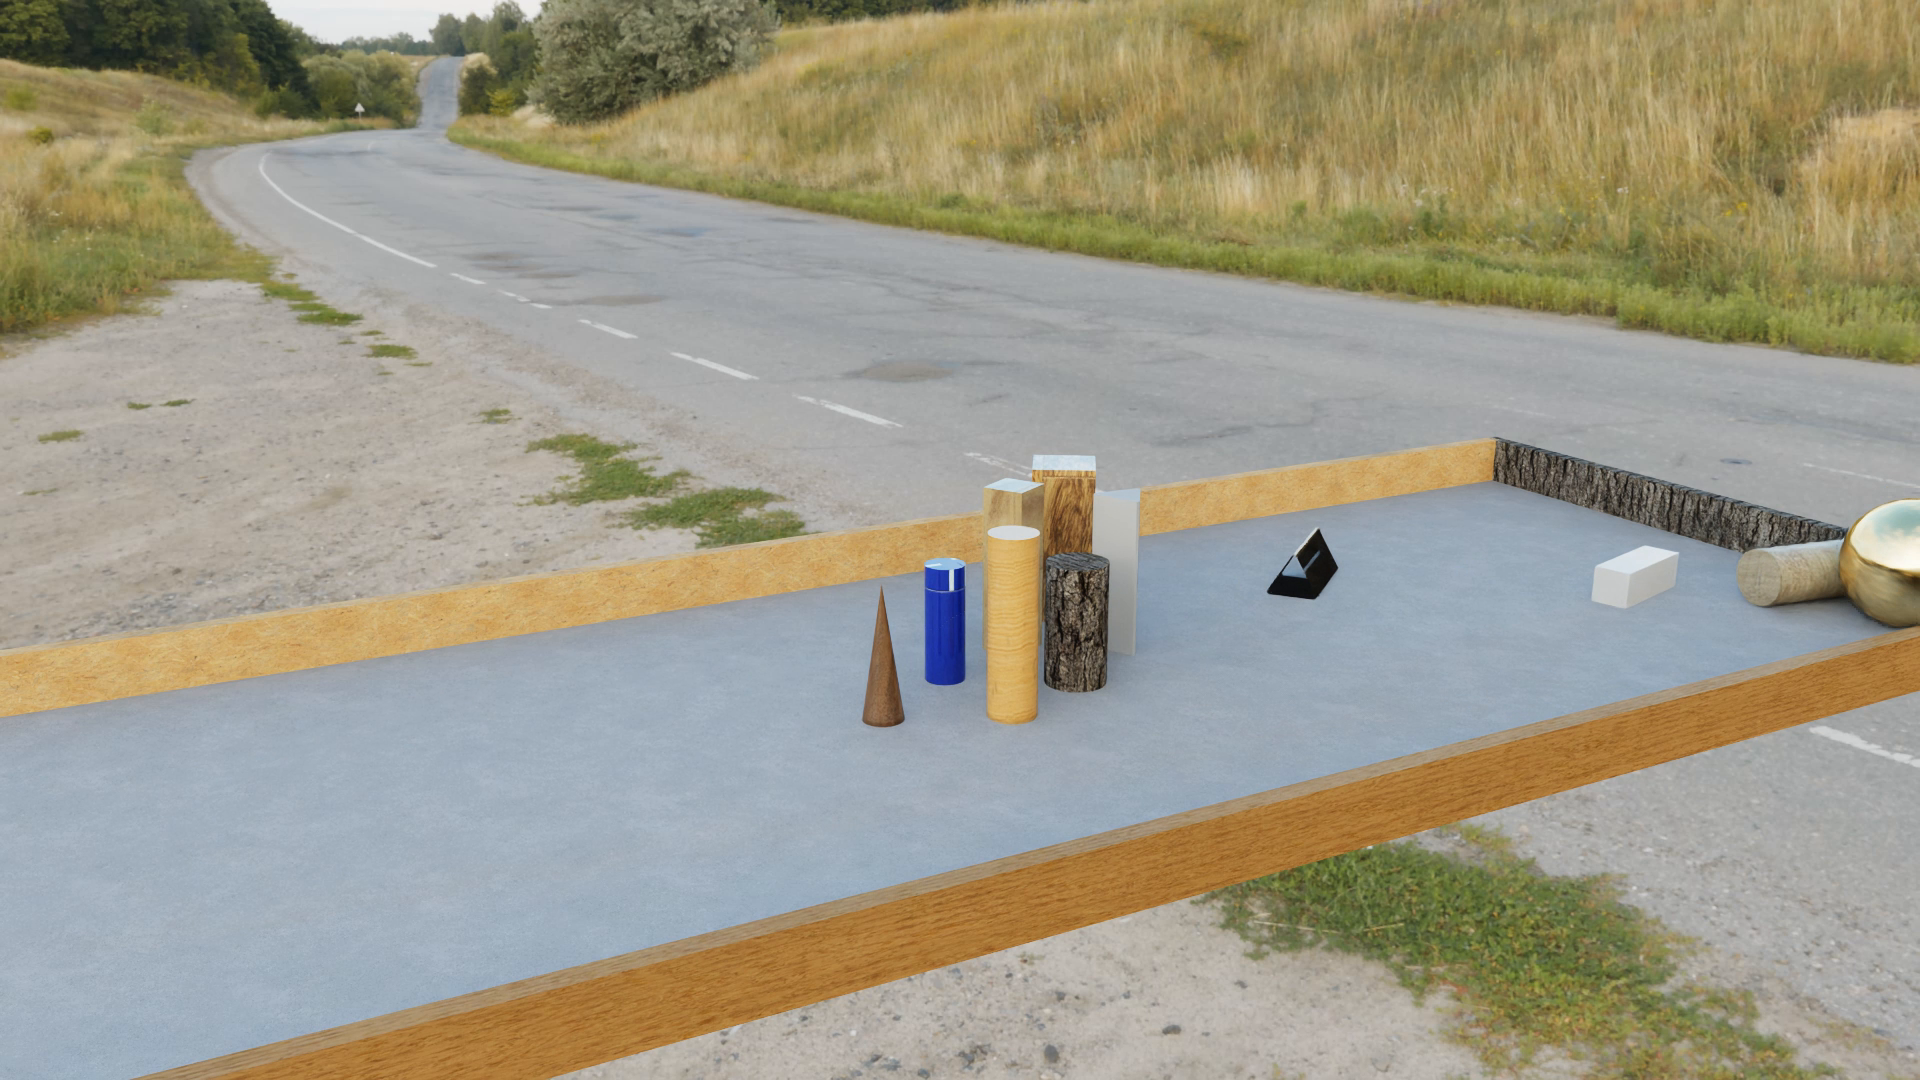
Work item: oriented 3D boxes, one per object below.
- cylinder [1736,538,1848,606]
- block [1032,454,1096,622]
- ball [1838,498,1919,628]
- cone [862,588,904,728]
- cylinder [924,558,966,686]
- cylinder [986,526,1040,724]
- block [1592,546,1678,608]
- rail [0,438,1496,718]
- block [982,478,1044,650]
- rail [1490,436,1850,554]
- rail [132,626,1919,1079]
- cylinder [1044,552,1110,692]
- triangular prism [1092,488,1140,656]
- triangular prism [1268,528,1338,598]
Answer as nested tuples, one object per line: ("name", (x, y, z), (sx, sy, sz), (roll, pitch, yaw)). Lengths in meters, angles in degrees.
("cylinder", (2.467, 0.089, 4.760), (0.406, 0.165, 0.165), (-5, 17, -18))
("block", (0.287, -0.004, 4.599), (0.172, 0.435, 0.172), (1, 16, 4))
("ball", (2.602, 0.064, 4.505), (0.356, 0.356, 0.356), (0, 16, 0))
("cone", (-0.182, 0.263, 3.863), (0.101, 0.336, 0.101), (0, 16, 0))
("cylinder", (-0.037, 0.204, 4.125), (0.102, 0.302, 0.102), (0, 16, 0))
("cylinder", (0.124, 0.200, 3.872), (0.121, 0.452, 0.121), (0, 16, 0))
("block", (1.970, 0.106, 4.810), (0.307, 0.104, 0.104), (-15, 22, -41))
("rail", (-3.305, 0.497, 3.399), (12.000, 0.150, 0.050), (-9, 18, -27))
("block", (0.139, 0.072, 4.325), (0.115, 0.443, 0.115), (10, 19, 31))
("rail", (2.466, -0.048, 5.253), (0.050, 0.150, 2.100), (-9, 18, -27))
("rail", (-2.336, 1.006, 1.665), (12.000, 0.150, 0.050), (-9, 18, -27))
("cylinder", (0.290, 0.204, 4.103), (0.157, 0.314, 0.157), (0, 16, 0))
("triangular prism", (0.436, 0.078, 4.349), (0.136, 0.418, 0.118), (12, 20, 35))
("triangular prism", (1.027, 0.062, 4.912), (0.144, 0.124, 0.314), (7, 18, 23))
